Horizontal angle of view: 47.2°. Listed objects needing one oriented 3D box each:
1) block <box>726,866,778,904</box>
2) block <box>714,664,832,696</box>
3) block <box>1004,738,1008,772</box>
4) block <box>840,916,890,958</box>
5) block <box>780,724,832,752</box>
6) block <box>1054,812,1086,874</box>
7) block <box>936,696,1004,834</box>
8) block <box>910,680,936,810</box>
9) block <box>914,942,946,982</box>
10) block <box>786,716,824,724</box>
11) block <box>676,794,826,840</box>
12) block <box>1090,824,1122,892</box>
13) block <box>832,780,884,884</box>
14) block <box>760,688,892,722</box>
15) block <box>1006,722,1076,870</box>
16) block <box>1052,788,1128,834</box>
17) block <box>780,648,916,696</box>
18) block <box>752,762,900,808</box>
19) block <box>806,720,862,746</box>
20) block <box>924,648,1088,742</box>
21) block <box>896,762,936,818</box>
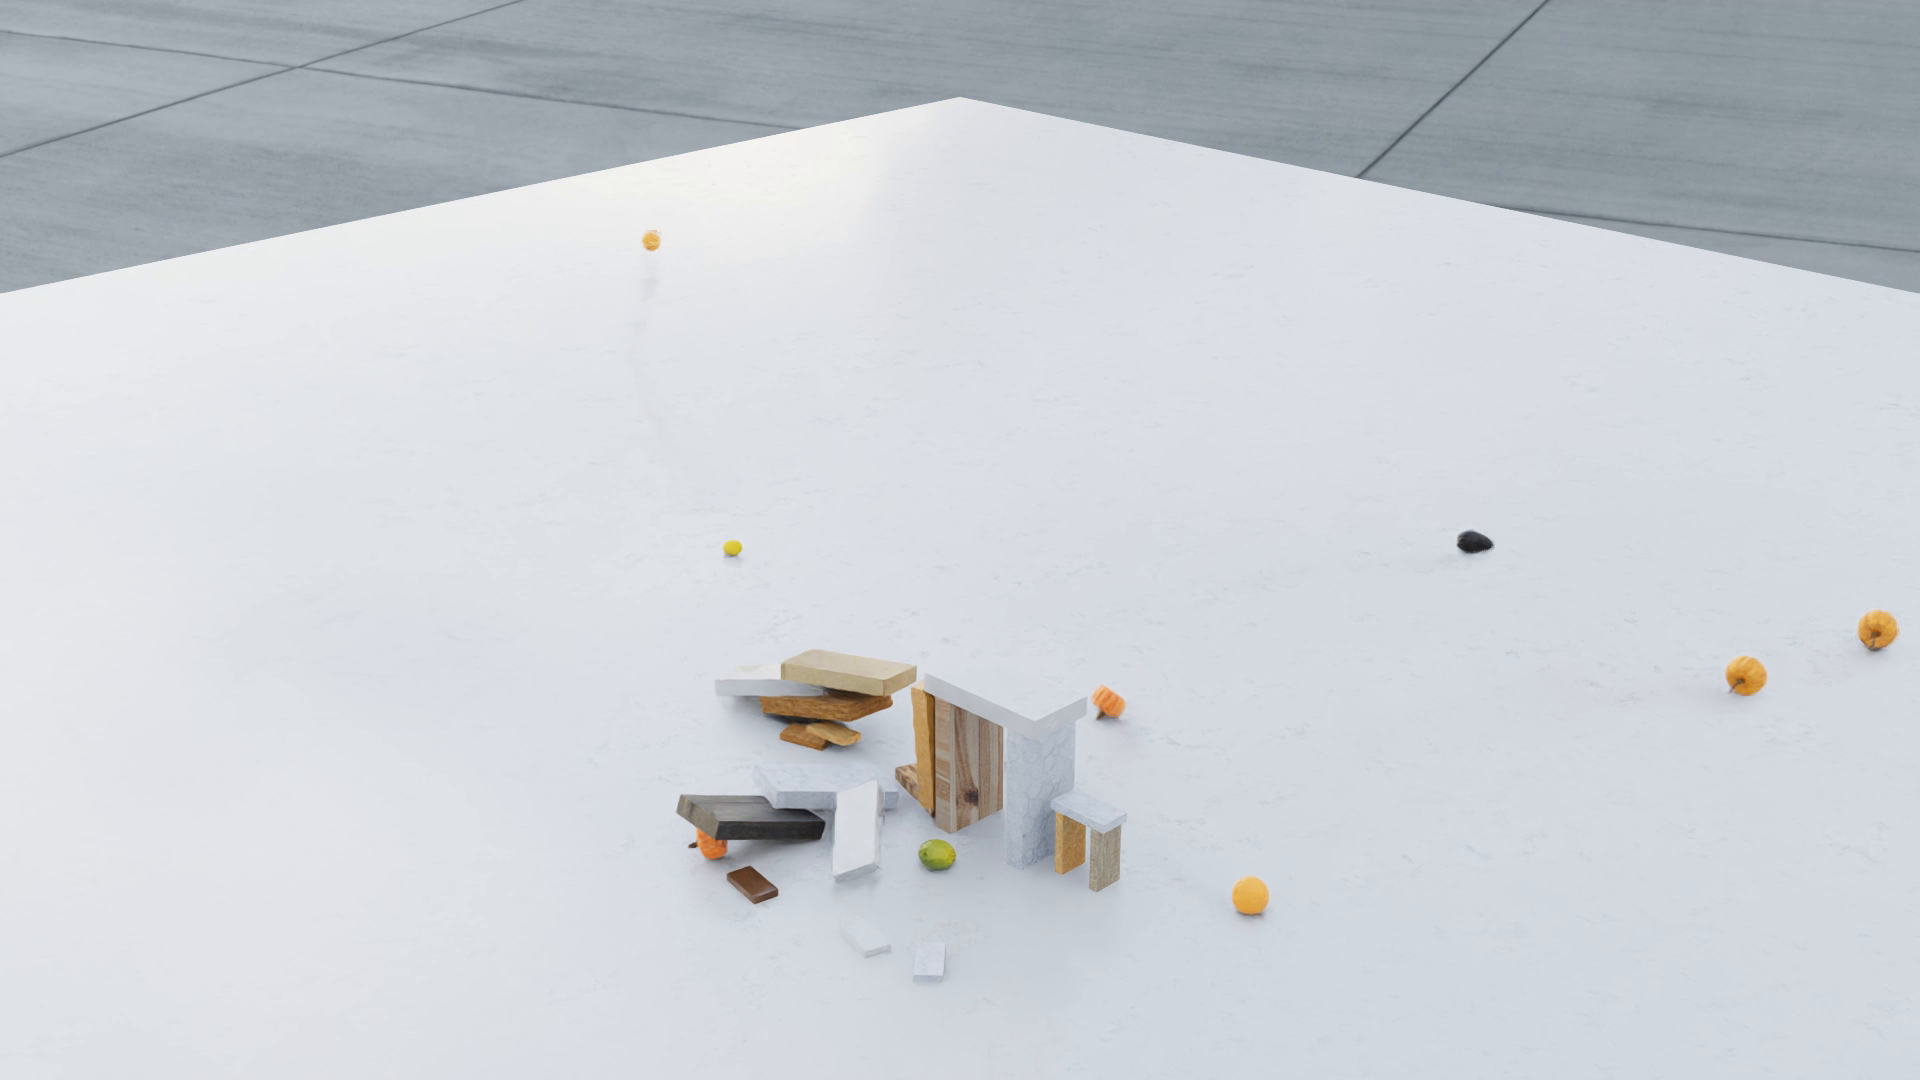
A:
[{"bbox_3d":[-0.396,0.657,4.193,0.053,0.015,0.105,-16,27,-32],"label":"block"},{"bbox_3d":[-0.396,0.309,4.876,0.264,0.037,0.132,-2,10,23],"label":"block"},{"bbox_3d":[0.070,0.460,4.643,0.181,0.026,0.090,-11,25,-25],"label":"block"},{"bbox_3d":[-0.174,0.727,4.028,0.053,0.015,0.105,-12,26,-27],"label":"block"},{"bbox_3d":[-0.329,0.425,4.740,0.109,0.015,0.054,12,26,27],"label":"block"},{"bbox_3d":[0.214,0.573,4.241,0.019,0.133,0.067,21,31,41],"label":"block"},{"bbox_3d":[0.019,0.425,4.382,0.148,0.295,0.042,-20,30,-39],"label":"block"},{"bbox_3d":[-0.035,0.395,4.423,0.037,0.264,0.132,12,26,36],"label":"block"},{"bbox_3d":[-0.054,0.759,3.954,0.053,0.015,0.105,1,23,2],"label":"block"},{"bbox_3d":[-0.326,0.380,4.798,0.054,0.015,0.109,-15,12,-41],"label":"block"},{"bbox_3d":[-0.409,0.544,4.313,0.267,0.038,0.134,7,12,-44],"label":"block"},{"bbox_3d":[0.276,0.597,4.183,0.019,0.133,0.067,21,31,41],"label":"block"},{"bbox_3d":[-0.198,0.565,4.268,0.090,0.026,0.213,-21,38,17],"label":"block"},{"bbox_3d":[-0.292,0.351,4.789,0.267,0.038,0.134,2,13,41],"label":"block"},{"bbox_3d":[0.157,0.478,4.256,0.042,0.295,0.148,21,31,41],"label":"block"},{"bbox_3d":[0.245,0.515,4.182,0.133,0.019,0.067,21,31,41],"label":"block"},{"bbox_3d":[-0.241,0.285,4.742,0.264,0.037,0.132,7,14,27],"label":"block"},{"bbox_3d":[-0.272,0.498,4.457,0.267,0.038,0.134,4,18,-28],"label":"block"},{"bbox_3d":[-0.271,0.414,4.723,0.109,0.015,0.054,17,22,38],"label":"block"},{"bbox_3d":[0.087,0.296,4.253,0.295,0.042,0.148,21,31,40],"label":"block"},{"bbox_3d":[-0.055,0.510,4.527,0.090,0.026,0.181,-11,25,-24],"label":"block"}]
